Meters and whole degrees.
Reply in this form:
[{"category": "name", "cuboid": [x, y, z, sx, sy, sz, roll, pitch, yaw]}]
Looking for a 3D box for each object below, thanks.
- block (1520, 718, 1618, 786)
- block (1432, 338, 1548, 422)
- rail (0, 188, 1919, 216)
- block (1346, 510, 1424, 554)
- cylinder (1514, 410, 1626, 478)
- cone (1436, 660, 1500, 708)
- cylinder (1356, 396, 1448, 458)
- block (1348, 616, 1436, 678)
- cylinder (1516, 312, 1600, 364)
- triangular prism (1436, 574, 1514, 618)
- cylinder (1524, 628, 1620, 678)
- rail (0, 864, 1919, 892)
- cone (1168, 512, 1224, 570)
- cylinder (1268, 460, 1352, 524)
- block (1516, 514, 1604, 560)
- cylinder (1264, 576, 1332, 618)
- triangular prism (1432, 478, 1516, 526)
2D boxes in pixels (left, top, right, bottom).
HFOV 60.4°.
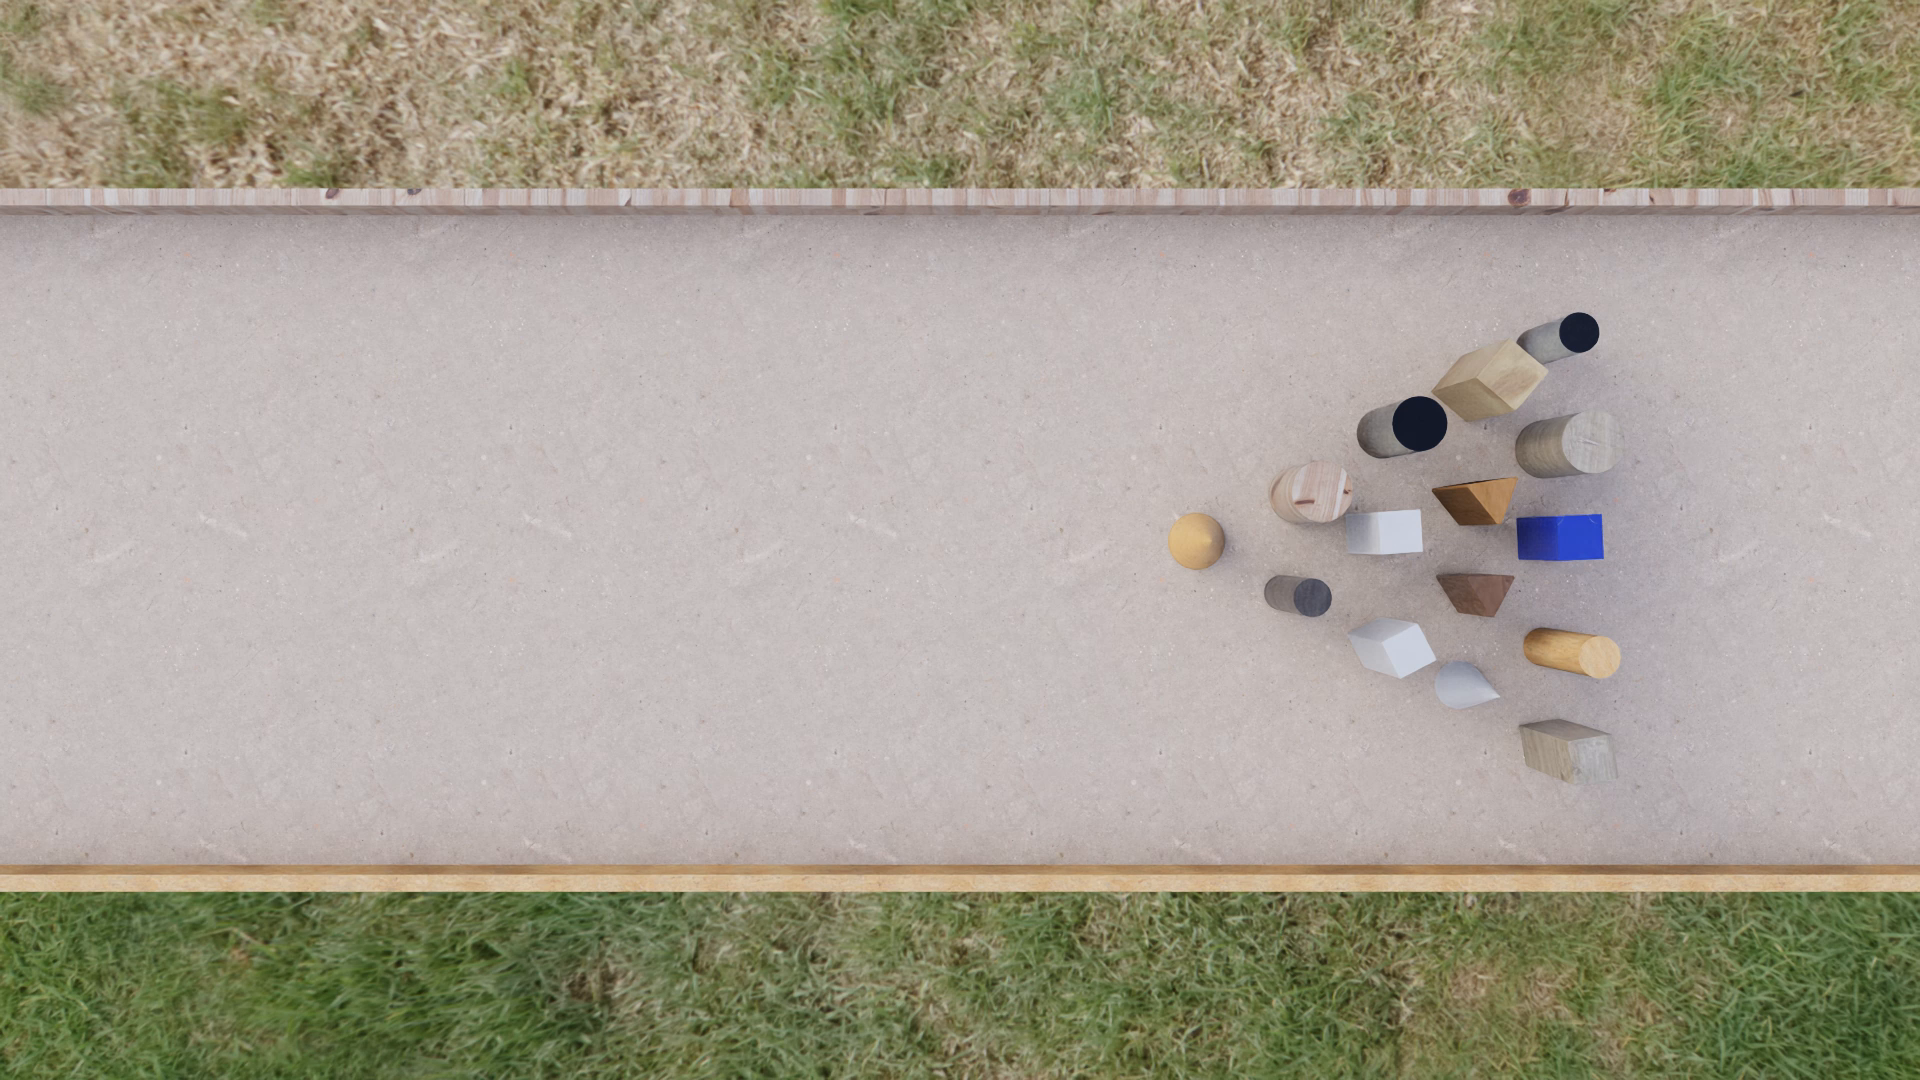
[{"category": "block", "cuboid": [1.793, 0.622, 4.873, 0.127, 0.407, 0.127, -10, 90, 0]}, {"category": "block", "cuboid": [1.551, -0.465, 4.852, 0.146, 0.448, 0.146, 40, 90, 0]}, {"category": "rail", "cuboid": [-2.247, -1.025, 5.002, 12.000, 0.150, 0.050, 0, 90, 0]}, {"category": "block", "cuboid": [1.249, -0.023, 4.877, 0.120, 0.399, 0.120, -4, 90, 0]}, {"category": "cylinder", "cuboid": [1.798, -0.279, 4.878, 0.180, 0.396, 0.180, 0, 90, 0]}, {"category": "cone", "cuboid": [1.536, 0.446, 4.882, 0.149, 0.389, 0.149, 0, 90, 0]}, {"category": "cylinder", "cuboid": [1.299, -0.329, 4.868, 0.157, 0.417, 0.157, 0, 90, 0]}, {"category": "block", "cuboid": [1.268, 0.314, 4.867, 0.116, 0.420, 0.116, -27, 90, 0]}, {"category": "cylinder", "cuboid": [1.768, -0.592, 4.892, 0.116, 0.368, 0.116, 0, 90, 0]}, {"category": "triangular prism", "cuboid": [1.551, 0.136, 4.919, 0.117, 0.316, 0.135, -32, 90, 0]}, {"category": "cylinder", "cuboid": [1.792, 0.328, 4.848, 0.118, 0.457, 0.118, 0, 90, 0]}, {"category": "rail", "cuboid": [-2.247, 1.025, 5.001, 12.000, 0.150, 0.050, 0, 90, 0]}, {"category": "cone", "cuboid": [0.728, 0.004, 4.924, 0.175, 0.305, 0.175, 0, 90, 0]}, {"category": "cylinder", "cuboid": [1.038, -0.140, 4.902, 0.176, 0.350, 0.176, 0, 90, 0]}, {"category": "block", "cuboid": [1.780, -0.007, 4.904, 0.129, 0.345, 0.129, -3, 90, 0]}, {"category": "cylinder", "cuboid": [0.990, 0.162, 4.853, 0.109, 0.448, 0.109, 0, 90, 0]}, {"category": "triangular prism", "cuboid": [1.544, -0.139, 4.894, 0.124, 0.365, 0.143, -39, 90, 0]}]
